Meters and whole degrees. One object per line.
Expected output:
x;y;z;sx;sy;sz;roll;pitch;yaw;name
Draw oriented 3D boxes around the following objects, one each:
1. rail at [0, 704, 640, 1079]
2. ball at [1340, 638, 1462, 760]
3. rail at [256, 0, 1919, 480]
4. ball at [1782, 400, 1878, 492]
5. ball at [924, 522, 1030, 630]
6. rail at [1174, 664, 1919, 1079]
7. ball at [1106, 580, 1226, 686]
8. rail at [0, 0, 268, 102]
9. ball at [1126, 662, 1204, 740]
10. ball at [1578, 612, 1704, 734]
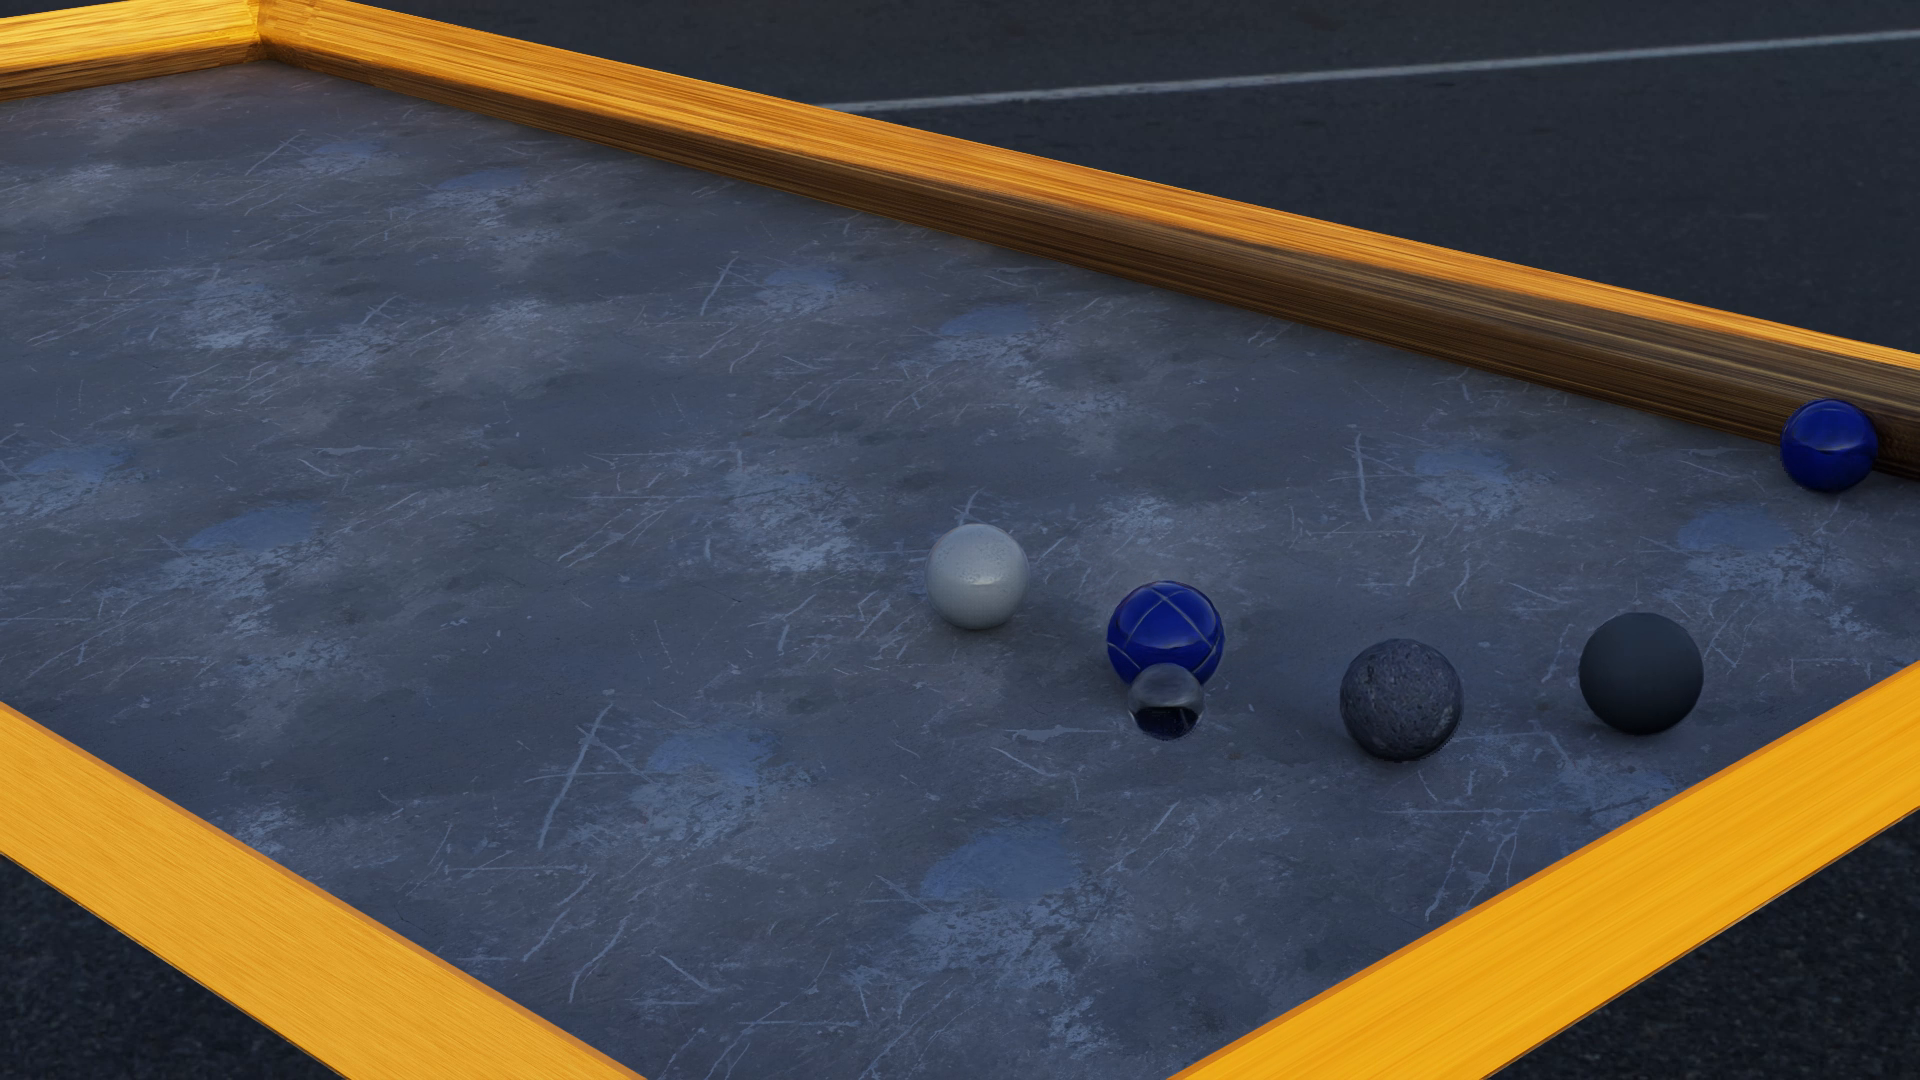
-1.208;-0.017;2.654;0.045;0.128;3.388;-19;28;-41;rail
0.348;0.126;2.324;0.096;0.096;0.096;0;21;0;ball
0.013;-0.443;3.791;0.045;0.128;3.388;-19;28;-41;rail
0.861;-0.093;2.912;0.093;0.093;0.093;0;21;0;ball
0.015;0.032;2.576;0.094;0.094;0.094;0;21;0;ball
0.581;0.186;2.114;1.770;0.128;0.045;-19;28;-41;rail
0.171;0.082;2.436;0.098;0.098;0.098;0;21;0;ball
-1.775;-0.646;4.331;1.770;0.128;0.045;-19;28;-41;rail
0.165;0.130;2.362;0.062;0.062;0.062;0;21;0;ball
0.549;0.107;2.370;0.099;0.099;0.099;0;21;0;ball
